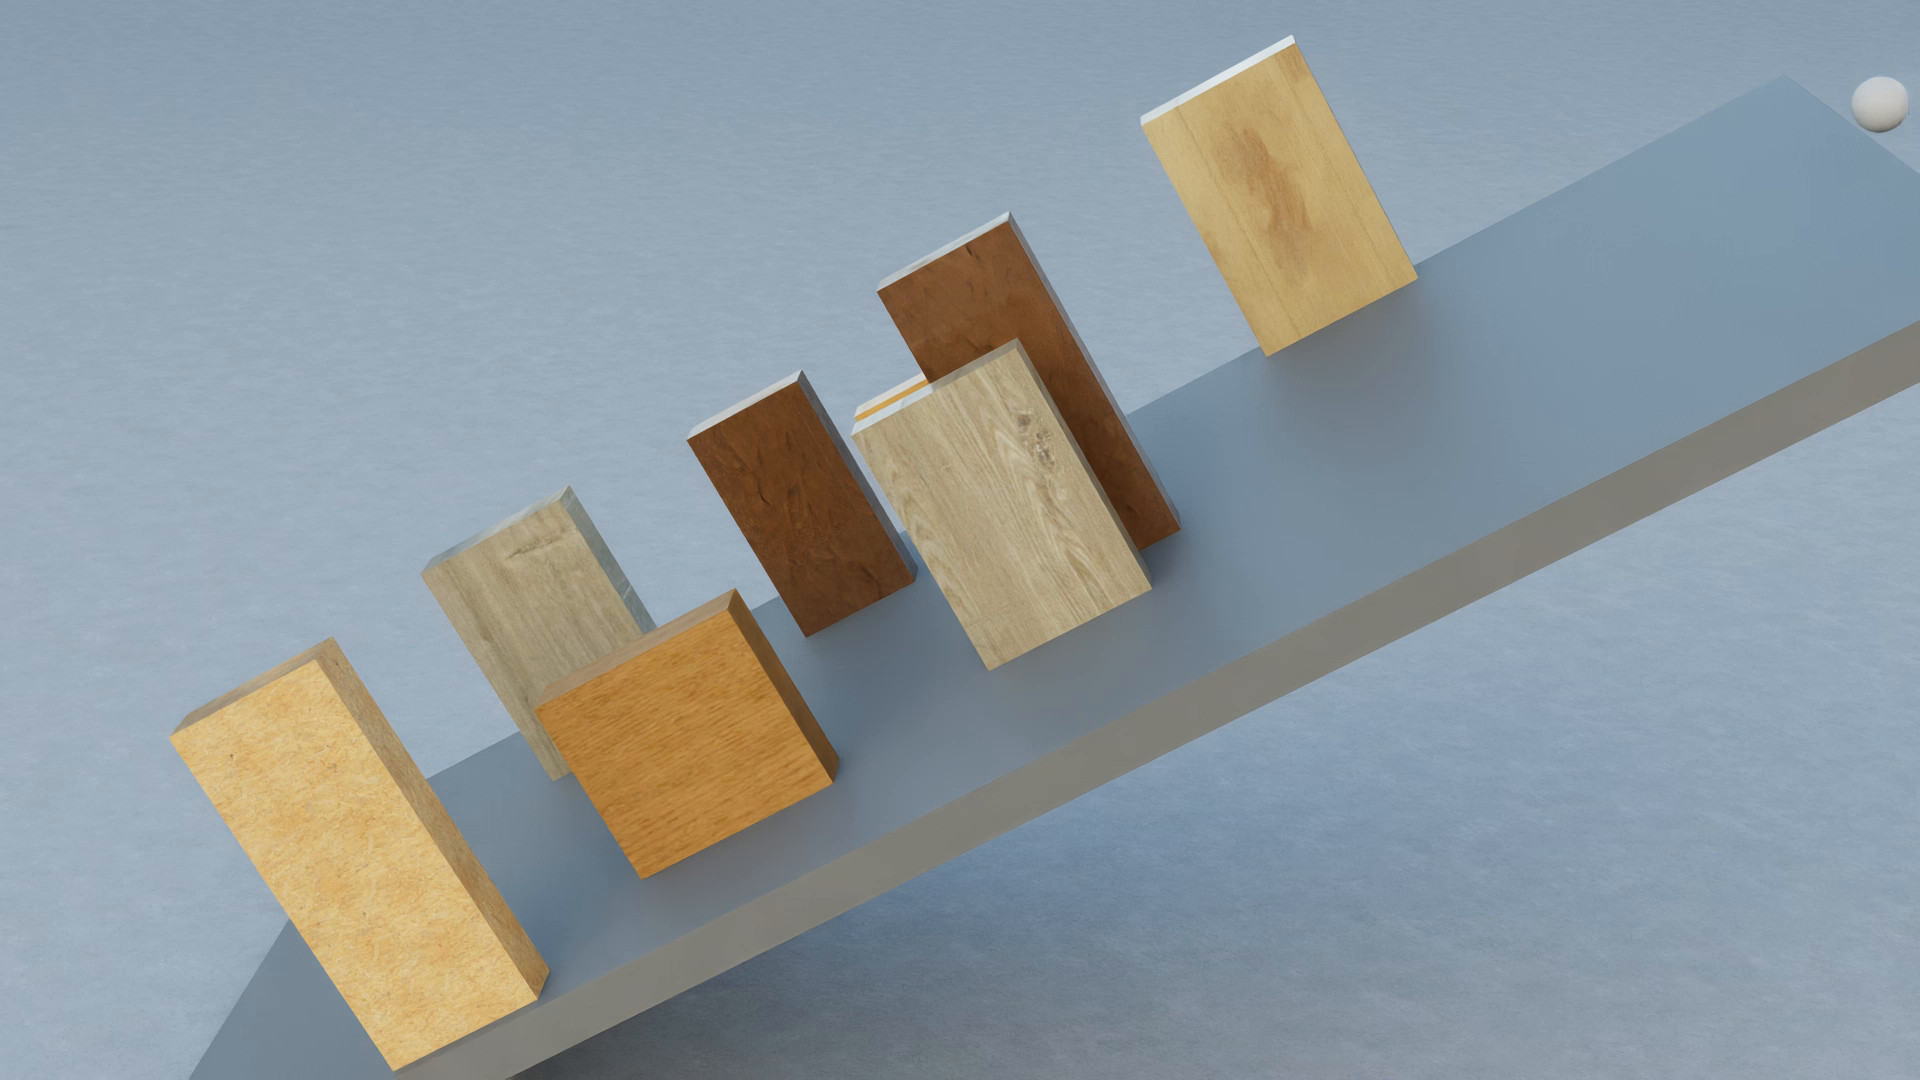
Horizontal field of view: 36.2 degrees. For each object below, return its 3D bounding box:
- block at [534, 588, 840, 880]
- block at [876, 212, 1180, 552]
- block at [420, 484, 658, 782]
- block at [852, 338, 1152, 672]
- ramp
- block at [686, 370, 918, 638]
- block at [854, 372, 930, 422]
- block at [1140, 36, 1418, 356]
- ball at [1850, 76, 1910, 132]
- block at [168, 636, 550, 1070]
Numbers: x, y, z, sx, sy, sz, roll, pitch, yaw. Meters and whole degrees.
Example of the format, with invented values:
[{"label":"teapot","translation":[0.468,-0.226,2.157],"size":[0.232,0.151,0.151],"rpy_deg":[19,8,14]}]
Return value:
[{"label":"block","translation":[-0.540,0.386,5.843],"size":[0.444,0.413,0.130],"rpy_deg":[-27,14,11]},{"label":"block","translation":[0.147,-0.278,6.081],"size":[0.305,0.741,0.101],"rpy_deg":[-27,14,11]},{"label":"block","translation":[-0.930,0.219,6.849],"size":[0.380,0.582,0.119],"rpy_deg":[-27,14,11]},{"label":"block","translation":[0.086,-0.068,5.852],"size":[0.371,0.559,0.089],"rpy_deg":[-27,14,11]},{"label":"ramp","translation":[0.142,0.167,6.283],"size":[4.000,0.100,2.000],"rpy_deg":[-27,14,11]},{"label":"block","translation":[-0.363,-0.083,6.824],"size":[0.294,0.547,0.107],"rpy_deg":[-27,14,11]},{"label":"block","translation":[0.066,-0.172,6.419],"size":[0.407,0.475,0.083],"rpy_deg":[-27,14,11]},{"label":"block","translation":[0.751,-0.806,6.914],"size":[0.400,0.628,0.126],"rpy_deg":[-27,14,11]},{"label":"ball","translation":[1.817,-0.860,5.807],"size":[0.111,0.111,0.111],"rpy_deg":[0,18,0]},{"label":"block","translation":[-1.126,0.597,5.550],"size":[0.327,0.776,0.125],"rpy_deg":[-27,14,11]}]
